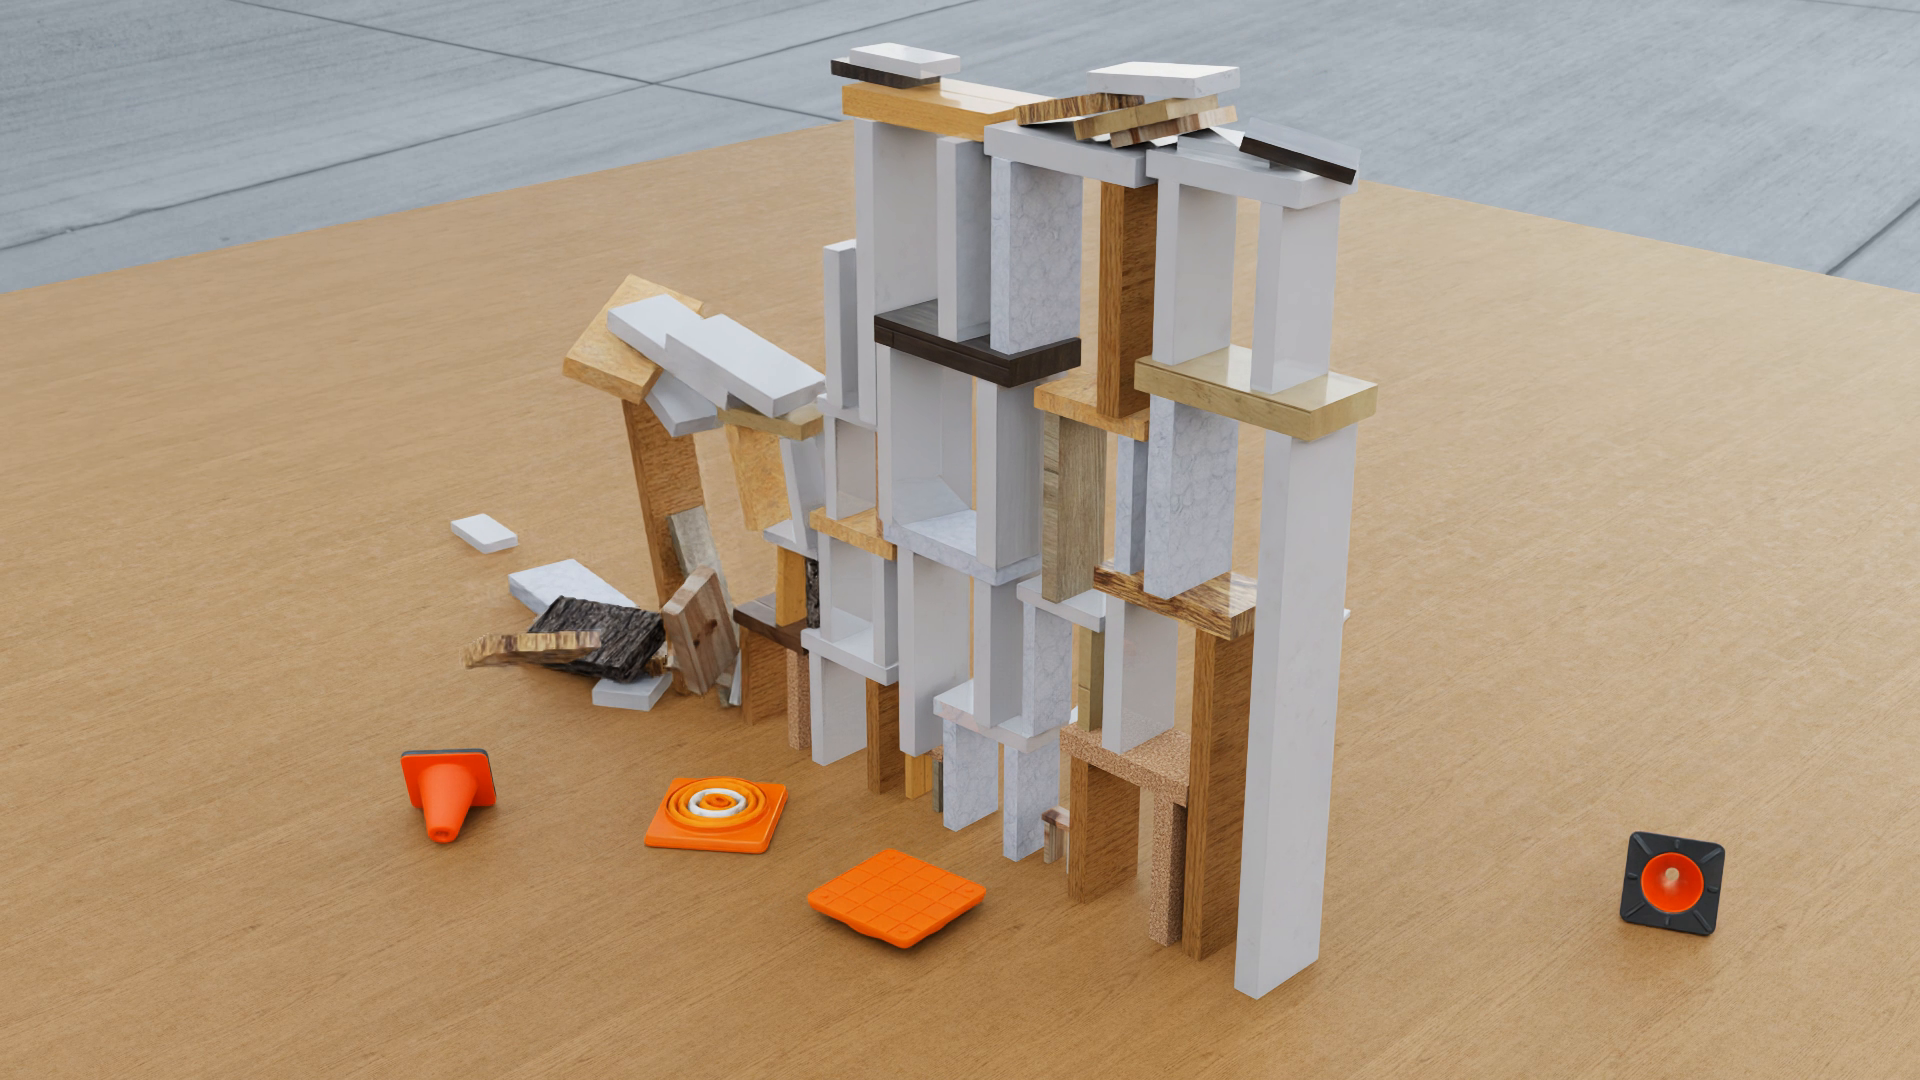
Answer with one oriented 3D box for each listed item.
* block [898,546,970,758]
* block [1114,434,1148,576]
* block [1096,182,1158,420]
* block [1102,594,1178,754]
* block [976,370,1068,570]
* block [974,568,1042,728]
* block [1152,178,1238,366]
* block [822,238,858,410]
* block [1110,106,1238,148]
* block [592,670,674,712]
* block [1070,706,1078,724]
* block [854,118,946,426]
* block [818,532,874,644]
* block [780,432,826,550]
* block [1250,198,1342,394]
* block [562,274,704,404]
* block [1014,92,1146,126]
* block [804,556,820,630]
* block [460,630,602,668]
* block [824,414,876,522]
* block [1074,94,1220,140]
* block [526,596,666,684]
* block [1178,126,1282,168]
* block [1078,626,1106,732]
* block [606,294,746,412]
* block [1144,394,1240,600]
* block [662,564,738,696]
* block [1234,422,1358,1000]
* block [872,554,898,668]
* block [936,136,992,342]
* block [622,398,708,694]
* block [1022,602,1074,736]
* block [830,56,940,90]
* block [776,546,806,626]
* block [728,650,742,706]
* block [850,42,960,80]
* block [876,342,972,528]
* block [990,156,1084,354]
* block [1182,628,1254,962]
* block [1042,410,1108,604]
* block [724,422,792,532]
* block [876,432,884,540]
[{"bbox_3d":[-0.051,0.199,4.360,0.044,0.450,0.154,21,31,40],"label":"block"},{"bbox_3d":[0.327,-0.077,3.840,0.036,0.254,0.127,21,31,40],"label":"block"},{"bbox_3d":[0.308,-0.420,3.717,0.048,0.402,0.171,20,30,39],"label":"block"},{"bbox_3d":[0.326,0.219,3.968,0.043,0.306,0.153,21,31,40],"label":"block"},{"bbox_3d":[0.113,-0.143,4.016,0.180,0.360,0.051,-20,30,-39],"label":"block"},{"bbox_3d":[0.095,0.190,4.199,0.044,0.309,0.154,21,31,40],"label":"block"},{"bbox_3d":[0.387,-0.453,3.613,0.043,0.304,0.152,21,31,41],"label":"block"},{"bbox_3d":[-0.188,-0.425,4.253,0.045,0.315,0.158,21,31,40],"label":"block"},{"bbox_3d":[0.343,-0.667,3.550,0.090,0.025,0.196,-20,12,-39],"label":"block"},{"bbox_3d":[-0.722,0.305,4.993,0.133,0.038,0.266,5,24,12],"label":"block"},{"bbox_3d":[0.268,0.389,4.823,0.057,0.016,0.113,12,26,27],"label":"block"},{"bbox_3d":[-0.109,-0.513,4.123,0.179,0.579,0.051,-20,30,-39],"label":"block"},{"bbox_3d":[-0.232,0.080,4.505,0.034,0.241,0.121,21,31,40],"label":"block"},{"bbox_3d":[-0.295,-0.109,4.474,0.033,0.233,0.117,9,24,45],"label":"block"},{"bbox_3d":[0.531,-0.397,3.481,0.043,0.304,0.152,21,31,40],"label":"block"},{"bbox_3d":[-0.698,-0.434,4.715,0.175,0.050,0.351,21,40,3],"label":"block"},{"bbox_3d":[0.199,-0.727,3.683,0.113,0.032,0.226,-15,12,-27],"label":"block"},{"bbox_3d":[-0.283,0.095,4.567,0.023,0.165,0.082,18,29,36],"label":"block"},{"bbox_3d":[-0.922,0.236,4.731,0.266,0.038,0.133,-1,-16,-43],"label":"block"},{"bbox_3d":[-0.218,-0.158,4.389,0.031,0.220,0.110,21,31,40],"label":"block"},{"bbox_3d":[0.301,-0.691,3.576,0.113,0.032,0.226,-19,11,-35],"label":"block"},{"bbox_3d":[-0.837,0.225,5.021,0.351,0.050,0.175,7,46,37],"label":"block"},{"bbox_3d":[0.442,-0.621,3.478,0.179,0.025,0.090,20,30,39],"label":"block"},{"bbox_3d":[0.264,0.239,4.047,0.104,0.208,0.029,-21,31,-40],"label":"block"},{"bbox_3d":[-0.556,-0.397,4.604,0.387,0.045,0.157,34,39,31],"label":"block"},{"bbox_3d":[0.396,-0.095,3.747,0.051,0.358,0.179,21,31,40],"label":"block"},{"bbox_3d":[-0.553,0.194,4.698,0.039,0.278,0.139,22,56,25],"label":"block"},{"bbox_3d":[0.566,0.291,3.728,0.179,1.053,0.051,-21,31,-41],"label":"block"},{"bbox_3d":[-0.119,0.125,4.400,0.121,0.241,0.034,-21,31,-41],"label":"block"},{"bbox_3d":[0.044,-0.546,3.917,0.179,0.357,0.051,-19,29,-37],"label":"block"},{"bbox_3d":[-0.628,-0.031,4.885,0.139,0.745,0.039,-21,20,-37],"label":"block"},{"bbox_3d":[0.166,0.229,4.153,0.104,0.273,0.029,-21,31,-40],"label":"block"},{"bbox_3d":[-0.137,-0.862,4.041,0.097,0.027,0.194,-20,30,-39],"label":"block"},{"bbox_3d":[-0.348,0.081,4.635,0.082,0.193,0.023,-21,36,-40],"label":"block"},{"bbox_3d":[-0.453,0.281,4.848,0.025,0.175,0.087,7,-5,42],"label":"block"},{"bbox_3d":[-0.101,-0.870,3.988,0.097,0.027,0.194,-20,30,-39],"label":"block"},{"bbox_3d":[-0.066,-0.216,4.190,0.180,0.360,0.051,-14,27,-29],"label":"block"},{"bbox_3d":[0.135,-0.511,3.854,0.171,0.342,0.048,-18,29,-37],"label":"block"},{"bbox_3d":[0.471,0.434,3.904,0.043,0.651,0.153,21,31,41],"label":"block"},{"bbox_3d":[0.207,-0.074,3.976,0.127,0.366,0.036,-21,31,-40],"label":"block"},{"bbox_3d":[-0.415,-0.146,4.574,0.033,0.233,0.117,3,21,39],"label":"block"},{"bbox_3d":[-0.114,-0.118,4.296,0.031,0.220,0.110,21,31,40],"label":"block"}]
